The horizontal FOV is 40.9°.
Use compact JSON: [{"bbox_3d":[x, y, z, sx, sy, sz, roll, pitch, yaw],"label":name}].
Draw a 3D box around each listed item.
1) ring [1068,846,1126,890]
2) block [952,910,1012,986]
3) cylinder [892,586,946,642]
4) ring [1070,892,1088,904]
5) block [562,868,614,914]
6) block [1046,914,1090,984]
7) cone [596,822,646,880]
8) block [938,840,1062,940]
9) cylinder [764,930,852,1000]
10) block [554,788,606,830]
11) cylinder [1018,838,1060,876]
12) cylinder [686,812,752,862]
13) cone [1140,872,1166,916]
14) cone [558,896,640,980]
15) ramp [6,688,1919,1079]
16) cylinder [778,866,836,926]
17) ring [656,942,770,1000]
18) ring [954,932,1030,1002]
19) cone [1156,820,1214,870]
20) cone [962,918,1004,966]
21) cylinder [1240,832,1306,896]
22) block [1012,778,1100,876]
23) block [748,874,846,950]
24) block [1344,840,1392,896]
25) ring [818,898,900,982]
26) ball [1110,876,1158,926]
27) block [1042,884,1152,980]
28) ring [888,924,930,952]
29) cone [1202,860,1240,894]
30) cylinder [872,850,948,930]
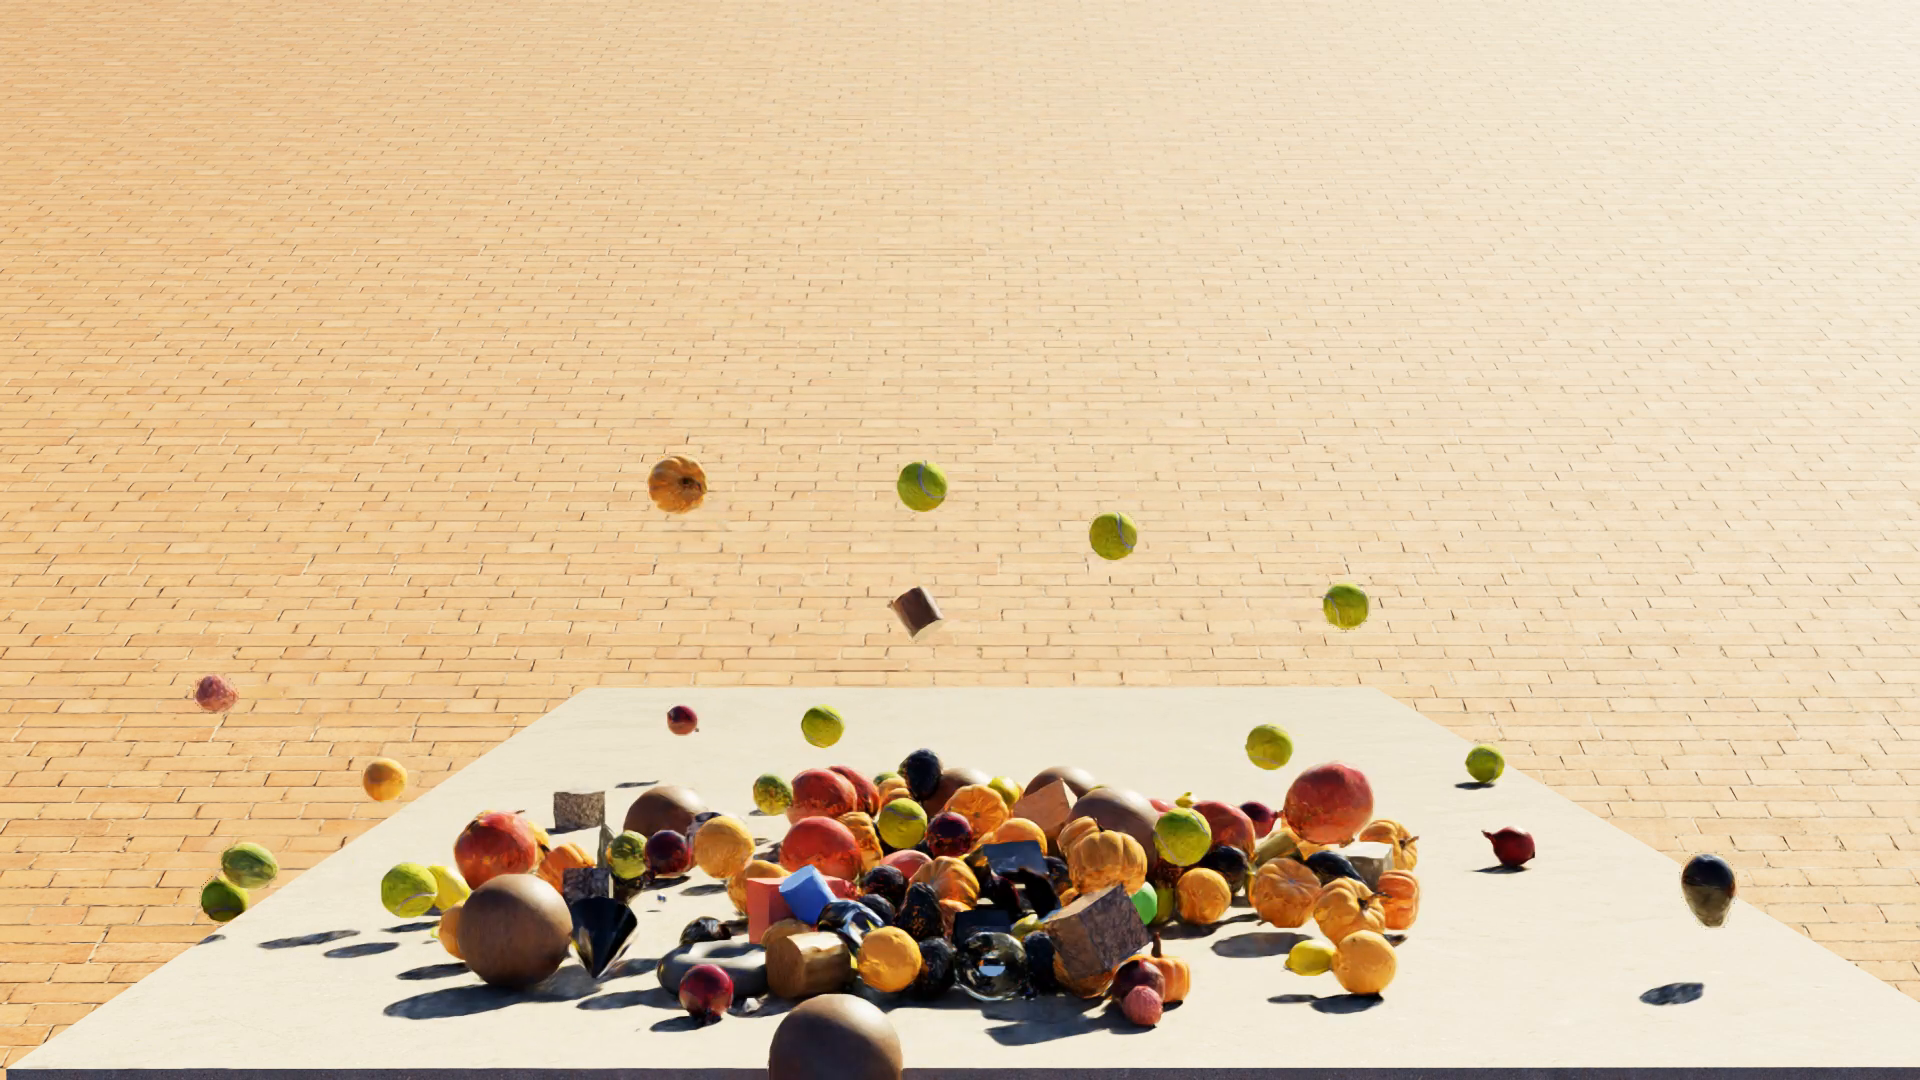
[{"bbox_3d":[0.190,0.458,3.588,0.083,0.028,0.083,-11,28,6],"label":"ring"},{"bbox_3d":[0.025,0.464,2.933,0.061,0.061,0.061,0,51,-7],"label":"block"},{"bbox_3d":[-0.075,0.133,4.671,0.073,0.073,0.073,-20,70,-37],"label":"cylinder"},{"bbox_3d":[0.159,0.462,3.115,0.025,0.075,0.075,-28,8,33],"label":"ring"},{"bbox_3d":[-0.459,0.443,3.177,0.057,0.057,0.057,-1,57,-3],"label":"block"},{"bbox_3d":[0.144,0.471,2.982,0.064,0.064,0.064,-1,7,-23],"label":"block"},{"bbox_3d":[-0.475,0.417,3.499,0.076,0.076,0.076,-21,-12,-5],"label":"cone"},{"bbox_3d":[0.050,0.433,3.163,0.092,0.092,0.092,1,59,-41],"label":"block"},{"bbox_3d":[-0.170,0.474,2.873,0.069,0.069,0.069,1,17,-46],"label":"cylinder"},{"bbox_3d":[-0.614,0.434,4.155,0.058,0.058,0.058,1,2,33],"label":"block"},{"bbox_3d":[0.125,0.426,3.627,0.069,0.069,0.069,37,29,0],"label":"cylinder"},{"bbox_3d":[-0.297,0.366,3.168,0.062,0.062,0.062,8,-4,18],"label":"cylinder"},{"bbox_3d":[0.227,0.476,3.370,0.064,0.064,0.064,-27,21,12],"label":"cone"},{"bbox_3d":[-0.423,0.483,2.999,0.096,0.096,0.096,-2,29,-5],"label":"cone"},{"bbox_3d":[0.055,0.498,4.545,2.000,0.100,4.000,0,2,0],"label":"ramp"},{"bbox_3d":[-0.176,0.414,2.997,0.051,0.051,0.051,-31,13,8],"label":"cylinder"},{"bbox_3d":[-0.273,0.486,2.907,0.137,0.046,0.137,-1,3,0],"label":"ring"},{"bbox_3d":[0.035,0.475,2.867,0.086,0.029,0.086,0,50,0],"label":"ring"},{"bbox_3d":[0.340,0.459,3.747,0.080,0.080,0.080,27,17,-19],"label":"cone"},{"bbox_3d":[0.015,0.490,3.059,0.057,0.057,0.057,11,33,23],"label":"cone"},{"bbox_3d":[0.428,0.442,3.514,0.064,0.064,0.064,-29,32,-16],"label":"cylinder"},{"bbox_3d":[0.129,0.390,3.490,0.079,0.079,0.079,-29,37,10],"label":"block"},{"bbox_3d":[-0.195,0.451,3.067,0.094,0.094,0.094,-1,-3,-20],"label":"block"},{"bbox_3d":[0.561,0.451,3.540,0.054,0.054,0.054,3,16,21],"label":"block"},{"bbox_3d":[-0.116,0.458,2.945,0.113,0.113,0.038,18,46,35],"label":"ring"},{"bbox_3d":[0.215,0.460,3.256,0.070,0.070,0.070,0,24,0],"label":"ball"},{"bbox_3d":[0.149,0.426,2.800,0.071,0.071,0.071,-28,0,-35],"label":"block"},{"bbox_3d":[-0.078,0.484,3.129,0.083,0.028,0.083,-6,-4,0],"label":"ring"},{"bbox_3d":[0.371,0.473,3.537,0.053,0.053,0.053,-13,13,-27],"label":"cone"},{"bbox_3d":[-0.064,0.447,3.281,0.093,0.093,0.093,-2,1,-6],"label":"cylinder"}]
